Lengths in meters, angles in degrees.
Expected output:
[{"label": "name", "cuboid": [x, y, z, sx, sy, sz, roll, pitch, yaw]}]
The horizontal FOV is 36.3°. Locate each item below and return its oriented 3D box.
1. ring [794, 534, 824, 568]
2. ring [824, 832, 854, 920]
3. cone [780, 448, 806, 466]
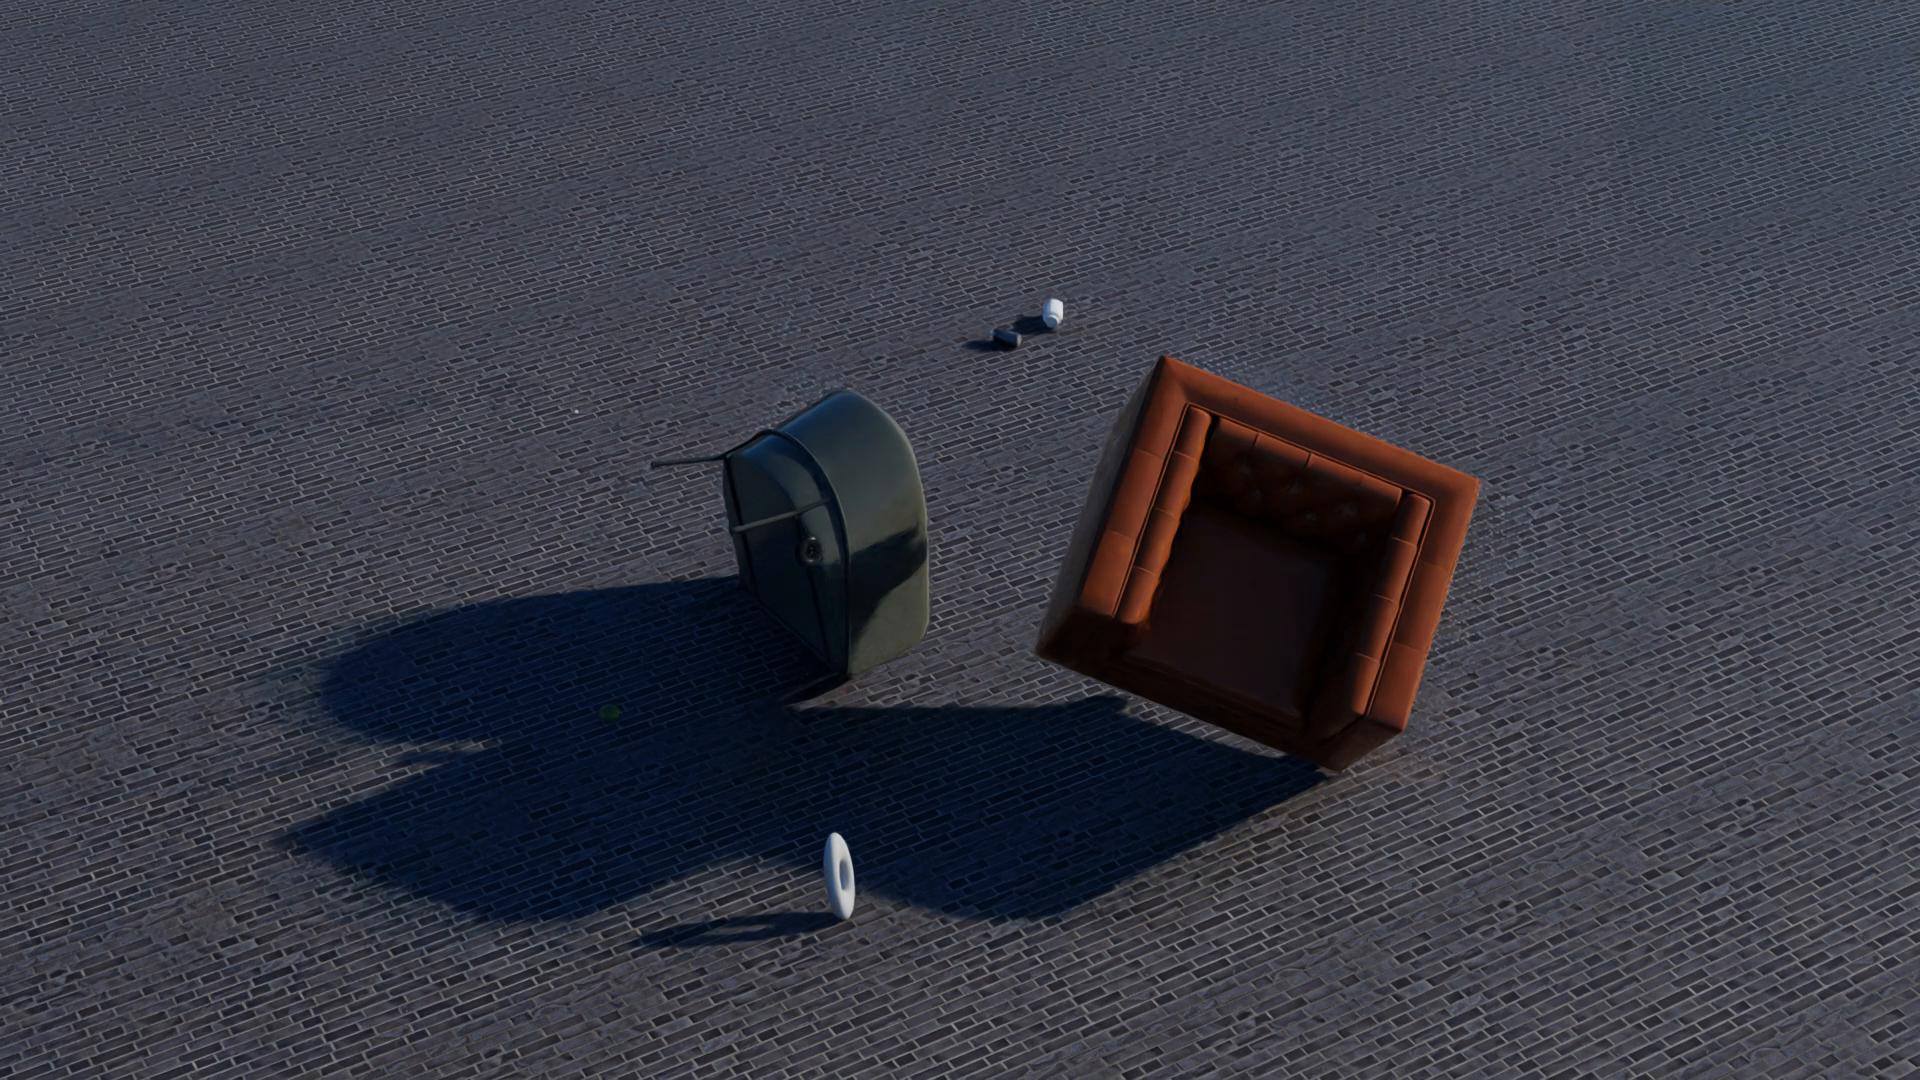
[{"label": "ring", "cuboid": [-0.503, 0.038, 9.759, 0.038, 0.110, 0.113, 12, 60, 48]}, {"label": "ring", "cuboid": [-0.374, 1.043, 9.087, 0.047, 0.309, 0.133, 4, 27, 25]}, {"label": "cone", "cuboid": [-0.670, -0.304, 11.347, 0.122, 0.070, 0.077, 12, 39, 34]}]
